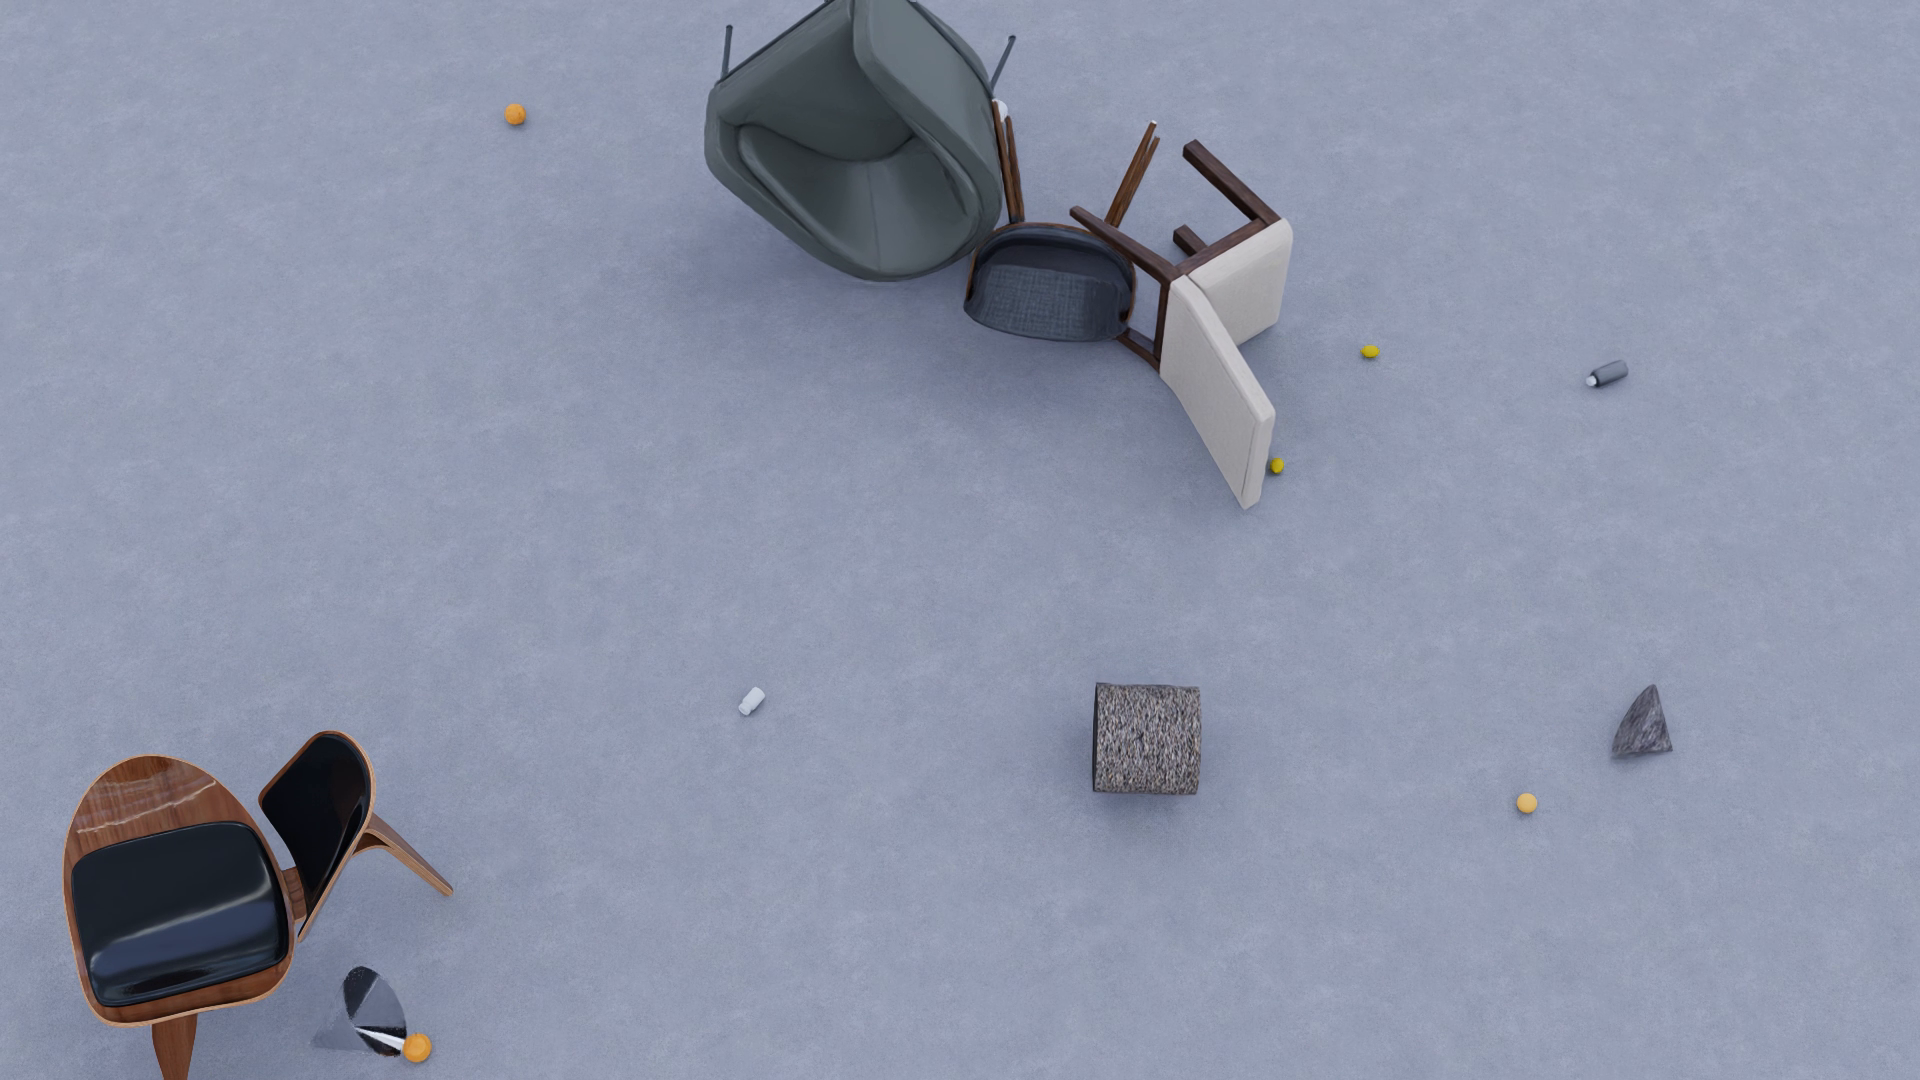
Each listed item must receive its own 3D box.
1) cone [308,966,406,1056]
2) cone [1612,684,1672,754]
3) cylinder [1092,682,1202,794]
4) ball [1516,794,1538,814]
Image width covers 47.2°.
[{"bbox_3d":[-1.593,1.260,5.666,0.223,0.230,0.248,-28,87,15],"label":"cone"},{"bbox_3d":[1.947,0.547,6.171,0.145,0.130,0.260,39,61,-4],"label":"cone"},{"bbox_3d":[0.509,0.544,6.031,0.278,0.297,0.296,2,30,1],"label":"cylinder"},{"bbox_3d":[1.561,0.724,6.055,0.055,0.055,0.055,0,56,0],"label":"ball"}]
